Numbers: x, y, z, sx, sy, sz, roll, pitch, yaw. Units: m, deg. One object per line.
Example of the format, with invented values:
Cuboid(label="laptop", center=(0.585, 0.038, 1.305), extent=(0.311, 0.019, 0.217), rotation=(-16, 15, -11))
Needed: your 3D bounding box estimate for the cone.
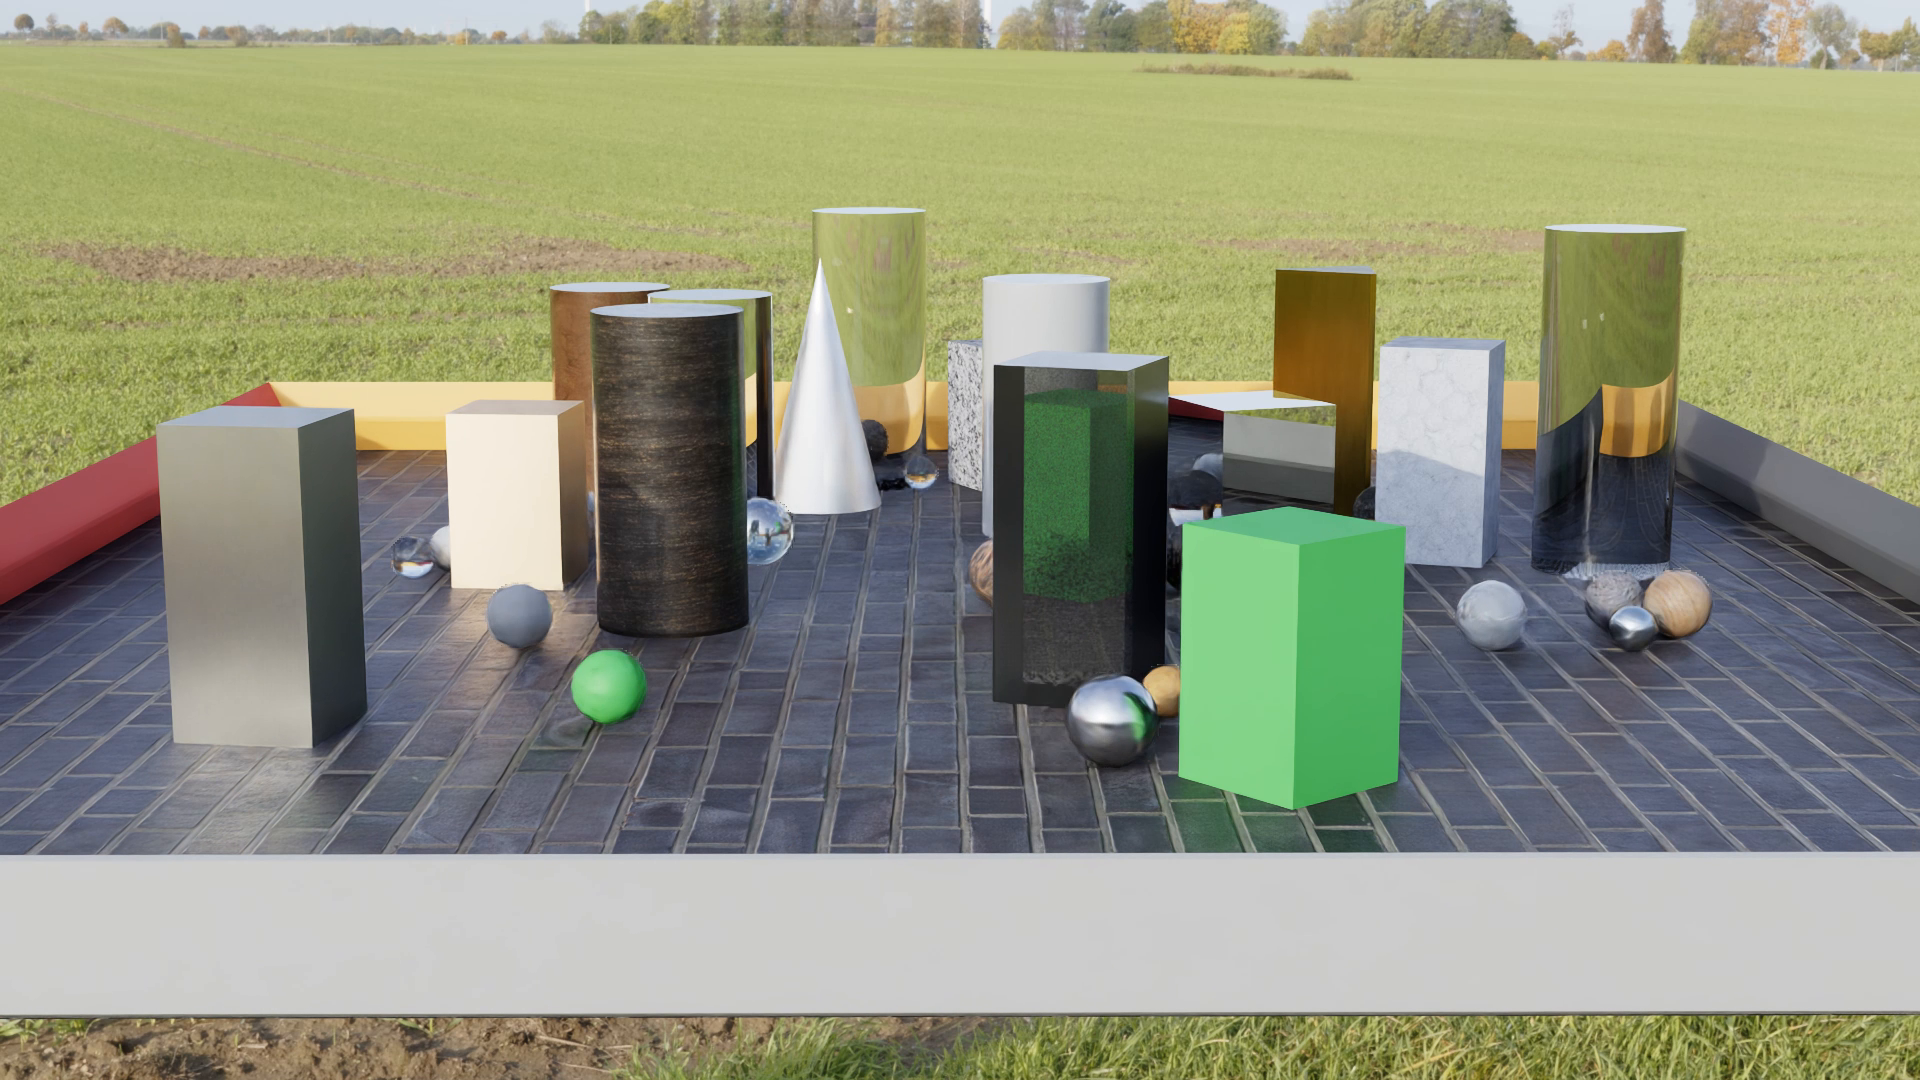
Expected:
Cuboid(label="cone", center=(-0.231, -0.264, 4.278), extent=(0.199, 0.413, 0.199), rotation=(0, 10, 0))

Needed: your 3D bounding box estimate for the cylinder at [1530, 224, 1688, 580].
Cuboid(label="cylinder", center=(0.940, -0.203, 3.725), extent=(0.199, 0.496, 0.199), rotation=(0, 10, 0))

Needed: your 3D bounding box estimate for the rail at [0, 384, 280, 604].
Cuboid(label="rail", center=(-1.290, 0.035, 3.441), extent=(0.045, 0.129, 2.993), rotation=(0, 10, 0))

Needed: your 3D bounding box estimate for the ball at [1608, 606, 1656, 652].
Cuboid(label="ball", center=(0.846, 0.111, 3.226), extent=(0.059, 0.059, 0.059), rotation=(0, 10, 0))

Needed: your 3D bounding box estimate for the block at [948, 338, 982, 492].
Cuboid(label="block", center=(0.086, -0.221, 4.500), extent=(0.159, 0.250, 0.159), rotation=(-5, 12, -27))

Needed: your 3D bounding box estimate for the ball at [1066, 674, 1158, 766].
Cuboid(label="ball", center=(0.160, 0.189, 2.699), extent=(0.098, 0.098, 0.098), rotation=(0, 10, 0))

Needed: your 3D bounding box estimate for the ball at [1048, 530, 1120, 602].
Cuboid(label="ball", center=(0.171, 0.037, 3.519), extent=(0.099, 0.099, 0.099), rotation=(0, 10, 0))

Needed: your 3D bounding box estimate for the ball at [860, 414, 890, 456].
Cuboid(label="ball", center=(-0.171, -0.199, 4.846), extent=(0.080, 0.080, 0.080), rotation=(0, 10, 0))

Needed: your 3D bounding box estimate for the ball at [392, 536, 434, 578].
Cuboid(label="ball", center=(-0.786, 0.025, 3.689), extent=(0.059, 0.059, 0.059), rotation=(0, 10, 0))

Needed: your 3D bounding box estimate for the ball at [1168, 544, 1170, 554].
Cuboid(label="ball", center=(0.276, 0.013, 3.748), extent=(0.061, 0.061, 0.061), rotation=(0, 10, 0))

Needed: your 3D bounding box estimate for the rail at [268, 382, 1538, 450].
Cuboid(label="rail", center=(-0.008, -0.235, 4.897), extent=(2.628, 0.129, 0.045), rotation=(0, 10, 0))

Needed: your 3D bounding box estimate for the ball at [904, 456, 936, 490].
Cuboid(label="ball", center=(-0.069, -0.116, 4.448), extent=(0.057, 0.057, 0.057), rotation=(0, 10, 0))

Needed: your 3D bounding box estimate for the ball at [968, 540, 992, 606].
Cuboid(label="ball", center=(0.060, 0.044, 3.487), extent=(0.097, 0.097, 0.097), rotation=(0, 10, 0))

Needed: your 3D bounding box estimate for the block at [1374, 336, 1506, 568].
Cuboid(label="block", center=(0.718, -0.135, 3.837), extent=(0.159, 0.320, 0.159), rotation=(4, 11, 20))

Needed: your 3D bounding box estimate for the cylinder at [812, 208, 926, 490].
Cuboid(label="cylinder", center=(-0.158, -0.338, 4.501), extent=(0.199, 0.478, 0.199), rotation=(0, 10, 0))

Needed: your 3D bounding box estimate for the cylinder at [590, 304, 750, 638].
Cuboid(label="cylinder", center=(-0.379, -0.095, 3.362), extent=(0.199, 0.414, 0.199), rotation=(0, 10, 0))

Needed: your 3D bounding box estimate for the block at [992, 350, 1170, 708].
Cuboid(label="block", center=(0.141, -0.013, 2.983), extent=(0.159, 0.392, 0.159), rotation=(4, 11, 21))

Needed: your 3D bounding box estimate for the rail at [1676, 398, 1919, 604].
Cuboid(label="rail", center=(1.290, 0.032, 3.456), extent=(0.045, 0.129, 2.993), rotation=(0, 10, 0))

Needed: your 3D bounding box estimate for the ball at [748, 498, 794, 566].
Cuboid(label="ball", center=(-0.296, -0.012, 3.782), extent=(0.099, 0.099, 0.099), rotation=(0, 10, 0))

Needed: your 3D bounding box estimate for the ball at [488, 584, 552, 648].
Cuboid(label="ball", center=(-0.556, 0.096, 3.245), extent=(0.081, 0.081, 0.081), rotation=(0, 10, 0))

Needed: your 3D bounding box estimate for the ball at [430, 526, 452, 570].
Cuboid(label="ball", center=(-0.740, 0.012, 3.743), extent=(0.067, 0.067, 0.067), rotation=(0, 10, 0))

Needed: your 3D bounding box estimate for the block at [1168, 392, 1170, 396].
Cuboid(label="block", center=(0.186, -0.075, 3.656), extent=(0.159, 0.269, 0.159), rotation=(8, 13, 38))

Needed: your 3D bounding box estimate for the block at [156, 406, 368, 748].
Cuboid(label="block", center=(-0.766, 0.037, 2.829), extent=(0.159, 0.349, 0.159), rotation=(2, 11, 8))

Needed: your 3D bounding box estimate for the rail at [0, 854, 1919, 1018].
Cuboid(label="rail", center=(0.008, 0.301, 2.001), extent=(2.628, 0.129, 0.045), rotation=(0, 10, 0))

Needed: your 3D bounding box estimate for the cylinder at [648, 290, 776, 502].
Cuboid(label="cylinder", center=(-0.396, -0.209, 4.105), extent=(0.199, 0.368, 0.199), rotation=(0, 10, 0))

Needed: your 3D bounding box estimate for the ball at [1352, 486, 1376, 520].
Cuboid(label="ball", center=(0.654, -0.044, 3.997), extent=(0.084, 0.084, 0.084), rotation=(0, 10, 0))

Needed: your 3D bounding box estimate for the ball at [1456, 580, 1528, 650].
Cuboid(label="ball", center=(0.670, 0.095, 3.234), extent=(0.088, 0.088, 0.088), rotation=(0, 10, 0))

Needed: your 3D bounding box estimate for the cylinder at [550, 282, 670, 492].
Cuboid(label="cylinder", center=(-0.579, -0.239, 4.278), extent=(0.199, 0.365, 0.199), rotation=(0, 10, 0))

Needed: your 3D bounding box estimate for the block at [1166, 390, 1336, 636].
Cuboid(label="block", center=(0.370, -0.027, 3.296), extent=(0.159, 0.306, 0.159), rotation=(-4, 11, -22))

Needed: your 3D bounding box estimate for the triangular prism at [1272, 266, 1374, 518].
Cuboid(label="triangular prism", center=(0.613, -0.231, 4.114), extent=(0.172, 0.408, 0.149), rotation=(7, 13, 34))

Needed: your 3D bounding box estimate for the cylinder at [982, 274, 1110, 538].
Cuboid(label="cylinder", center=(0.134, -0.209, 4.022), extent=(0.199, 0.400, 0.199), rotation=(0, 10, 0))

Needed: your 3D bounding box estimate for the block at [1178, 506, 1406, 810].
Cuboid(label="block", center=(0.339, 0.116, 2.629), extent=(0.159, 0.267, 0.159), rotation=(-9, 14, -40))

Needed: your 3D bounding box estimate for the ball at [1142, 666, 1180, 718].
Cuboid(label="ball", center=(0.234, 0.172, 2.897), extent=(0.060, 0.060, 0.060), rotation=(0, 10, 0))

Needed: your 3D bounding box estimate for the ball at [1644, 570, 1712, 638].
Cuboid(label="ball", center=(0.924, 0.083, 3.304), extent=(0.086, 0.086, 0.086), rotation=(0, 10, 0))

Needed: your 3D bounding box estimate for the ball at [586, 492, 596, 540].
Cuboid(label="ball", center=(-0.579, -0.037, 3.986), extent=(0.075, 0.075, 0.075), rotation=(0, 10, 0))

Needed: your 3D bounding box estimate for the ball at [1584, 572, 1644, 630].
Cuboid(label="ball", center=(0.853, 0.080, 3.344), extent=(0.077, 0.077, 0.077), rotation=(0, 10, 0))

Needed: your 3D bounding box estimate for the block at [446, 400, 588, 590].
Cuboid(label="block", center=(-0.631, -0.067, 3.672), extent=(0.159, 0.247, 0.159), rotation=(1, 11, 5))

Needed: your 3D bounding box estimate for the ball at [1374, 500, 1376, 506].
Cuboid(label="ball", center=(0.700, -0.061, 4.202), extent=(0.042, 0.042, 0.042), rotation=(0, 10, 0))

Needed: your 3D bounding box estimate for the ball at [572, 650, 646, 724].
Cuboid(label="ball", center=(-0.393, 0.164, 2.872), extent=(0.083, 0.083, 0.083), rotation=(0, 10, 0))
